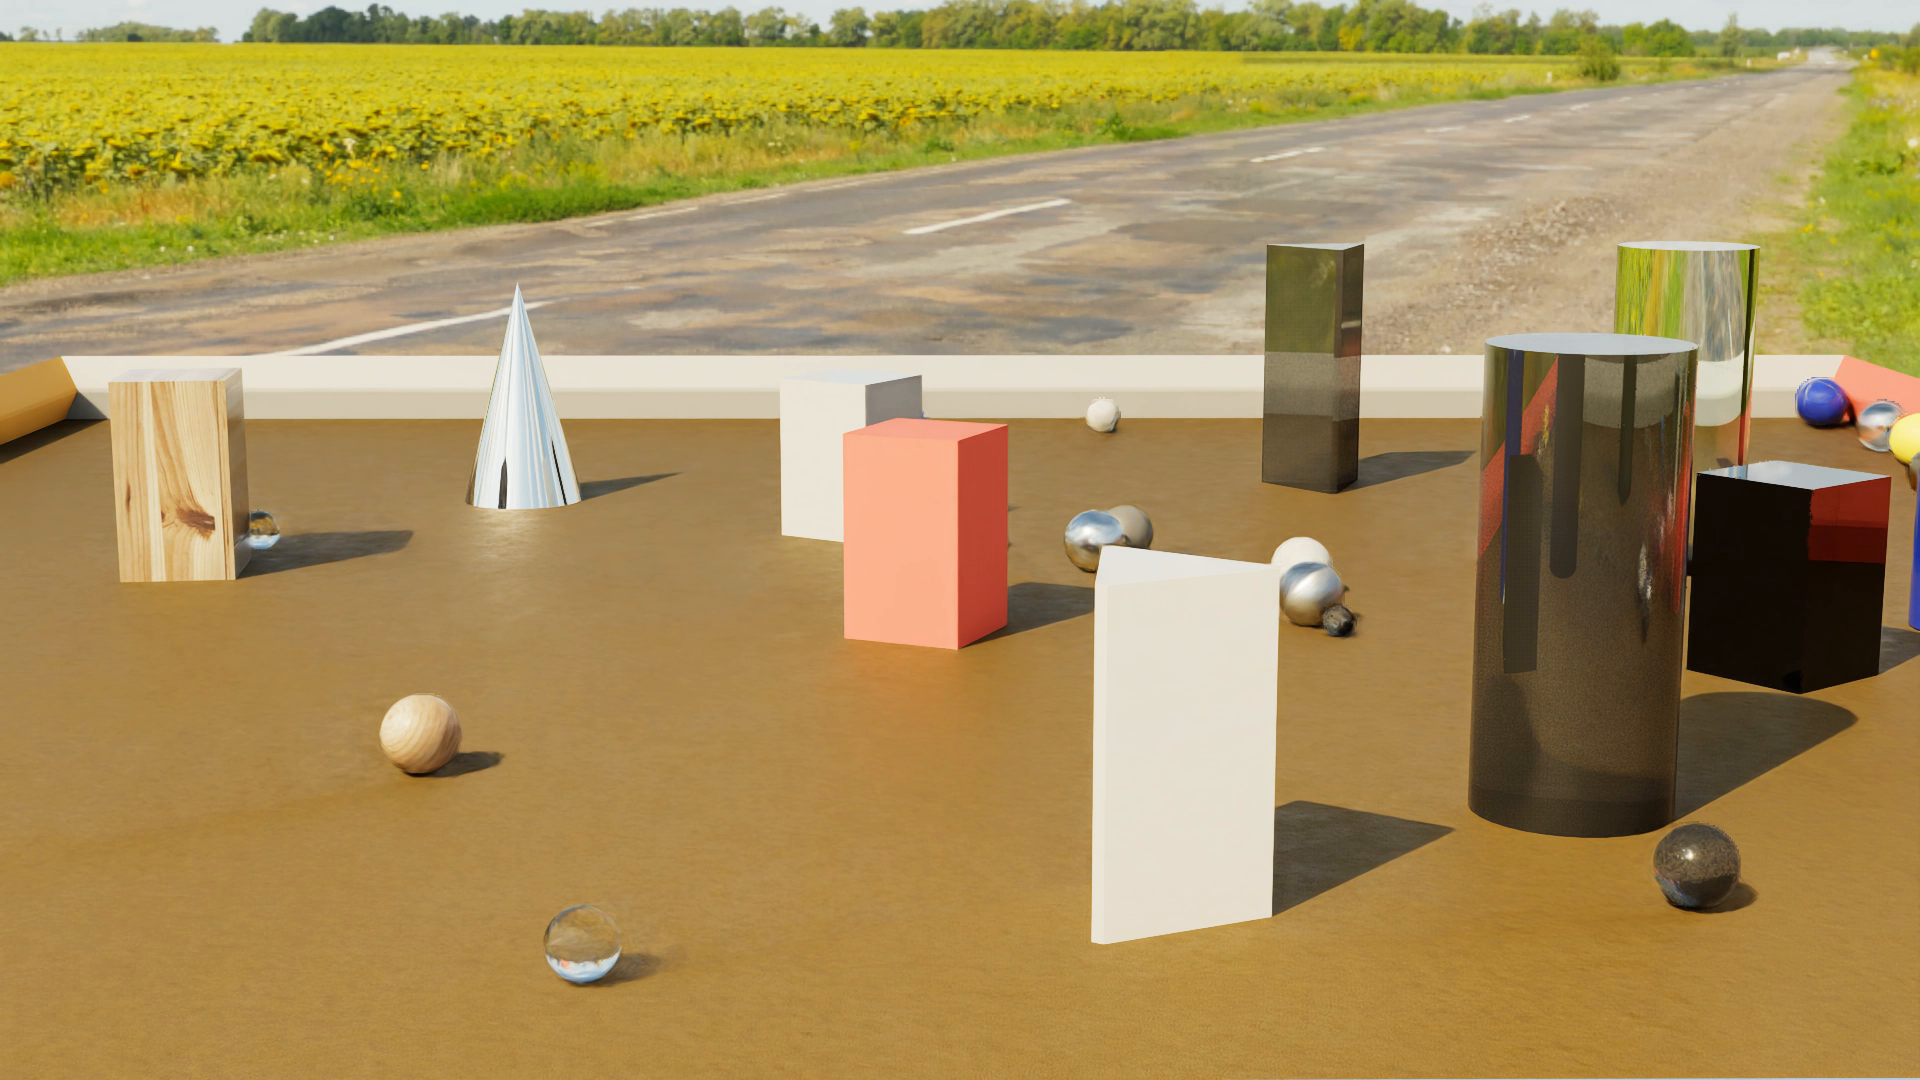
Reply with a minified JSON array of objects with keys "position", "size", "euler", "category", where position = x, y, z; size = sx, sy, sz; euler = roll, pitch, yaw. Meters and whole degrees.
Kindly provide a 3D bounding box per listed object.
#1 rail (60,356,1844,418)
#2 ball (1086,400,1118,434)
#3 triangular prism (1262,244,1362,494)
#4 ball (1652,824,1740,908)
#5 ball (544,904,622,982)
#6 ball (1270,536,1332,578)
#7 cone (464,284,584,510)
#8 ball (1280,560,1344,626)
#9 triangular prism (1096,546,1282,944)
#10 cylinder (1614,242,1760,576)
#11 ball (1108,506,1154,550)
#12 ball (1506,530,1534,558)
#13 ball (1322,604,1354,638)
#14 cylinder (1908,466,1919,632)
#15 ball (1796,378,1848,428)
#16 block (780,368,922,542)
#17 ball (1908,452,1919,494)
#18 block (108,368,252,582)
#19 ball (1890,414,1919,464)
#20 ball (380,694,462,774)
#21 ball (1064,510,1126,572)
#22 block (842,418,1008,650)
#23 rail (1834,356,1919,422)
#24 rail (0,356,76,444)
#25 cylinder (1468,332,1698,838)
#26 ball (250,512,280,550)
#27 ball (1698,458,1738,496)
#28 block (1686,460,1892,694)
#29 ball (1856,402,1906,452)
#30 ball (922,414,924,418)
[{"position":[-0.011,-0.316,5.338],"size":[3.723,0.130,0.045],"euler":[0,10,0],"category":"rail"},{"position":[0.286,-0.248,5.153],"size":[0.066,0.066,0.066],"euler":[0,10,0],"category":"ball"},{"position":[0.648,-0.306,4.495],"size":[0.150,0.419,0.173],"euler":[-8,13,-38],"category":"triangular prism"},{"position":[0.644,0.286,2.245],"size":[0.074,0.074,0.074],"euler":[0,10,0],"category":"ball"},{"position":[-0.304,0.325,2.064],"size":[0.062,0.062,0.062],"euler":[0,10,0],"category":"ball"},{"position":[0.474,0.037,3.562],"size":[0.084,0.084,0.084],"euler":[0,10,0],"category":"ball"},{"position":[-0.742,-0.251,4.335],"size":[0.200,0.369,0.200],"euler":[0,10,0],"category":"cone"},{"position":[0.461,0.070,3.375],"size":[0.087,0.087,0.087],"euler":[0,10,0],"category":"ball"},{"position":[0.162,0.169,2.232],"size":[0.173,0.308,0.150],"euler":[-5,12,-25],"category":"triangular prism"},{"position":[1.057,-0.196,3.765],"size":[0.200,0.469,0.200],"euler":[0,10,0],"category":"cylinder"},{"position":[0.245,-0.010,3.814],"size":[0.084,0.084,0.084],"euler":[0,10,0],"category":"ball"},{"position":[0.840,0.007,3.842],"size":[0.041,0.041,0.041],"euler":[0,10,0],"category":"ball"},{"position":[0.489,0.104,3.313],"size":[0.042,0.042,0.042],"euler":[0,10,0],"category":"ball"},{"position":[1.349,-0.121,3.320],"size":[0.200,0.482,0.200],"euler":[0,10,0],"category":"cylinder"},{"position":[1.757,-0.279,5.226],"size":[0.100,0.100,0.100],"euler":[0,10,0],"category":"ball"},{"position":[-0.170,-0.134,4.039],"size":[0.160,0.247,0.160],"euler":[6,12,31],"category":"block"},{"position":[1.655,-0.113,4.345],"size":[0.095,0.095,0.095],"euler":[0,10,0],"category":"ball"},{"position":[-1.130,-0.097,3.728],"size":[0.160,0.287,0.160],"euler":[-1,11,-7],"category":"block"},{"position":[1.762,-0.184,4.719],"size":[0.097,0.097,0.097],"euler":[0,10,0],"category":"ball"},{"position":[-0.562,0.202,2.671],"size":[0.083,0.083,0.083],"euler":[0,10,0],"category":"ball"},{"position":[0.195,0.001,3.737],"size":[0.091,0.091,0.091],"euler":[0,10,0],"category":"ball"},{"position":[-0.043,-0.012,3.324],"size":[0.160,0.266,0.160],"euler":[5,11,24],"category":"block"},{"position":[1.838,0.032,3.459],"size":[0.045,0.130,3.891],"euler":[0,10,0],"category":"rail"},{"position":[-1.838,0.035,3.438],"size":[0.045,0.130,3.891],"euler":[0,10,0],"category":"rail"},{"position":[0.606,0.039,2.508],"size":[0.200,0.463,0.200],"euler":[0,10,0],"category":"cylinder"},{"position":[-1.066,-0.015,3.909],"size":[0.059,0.059,0.059],"euler":[0,10,0],"category":"ball"},{"position":[1.302,-0.109,4.406],"size":[0.064,0.064,0.064],"euler":[0,10,0],"category":"ball"},{"position":[1.000,0.041,3.099],"size":[0.160,0.244,0.160],"euler":[-8,13,-37],"category":"block"},{"position":[1.762,-0.217,4.905],"size":[0.094,0.094,0.094],"euler":[0,10,0],"category":"ball"},{"position":[-0.115,-0.244,5.084],"size":[0.083,0.083,0.083],"euler":[0,10,0],"category":"ball"}]
